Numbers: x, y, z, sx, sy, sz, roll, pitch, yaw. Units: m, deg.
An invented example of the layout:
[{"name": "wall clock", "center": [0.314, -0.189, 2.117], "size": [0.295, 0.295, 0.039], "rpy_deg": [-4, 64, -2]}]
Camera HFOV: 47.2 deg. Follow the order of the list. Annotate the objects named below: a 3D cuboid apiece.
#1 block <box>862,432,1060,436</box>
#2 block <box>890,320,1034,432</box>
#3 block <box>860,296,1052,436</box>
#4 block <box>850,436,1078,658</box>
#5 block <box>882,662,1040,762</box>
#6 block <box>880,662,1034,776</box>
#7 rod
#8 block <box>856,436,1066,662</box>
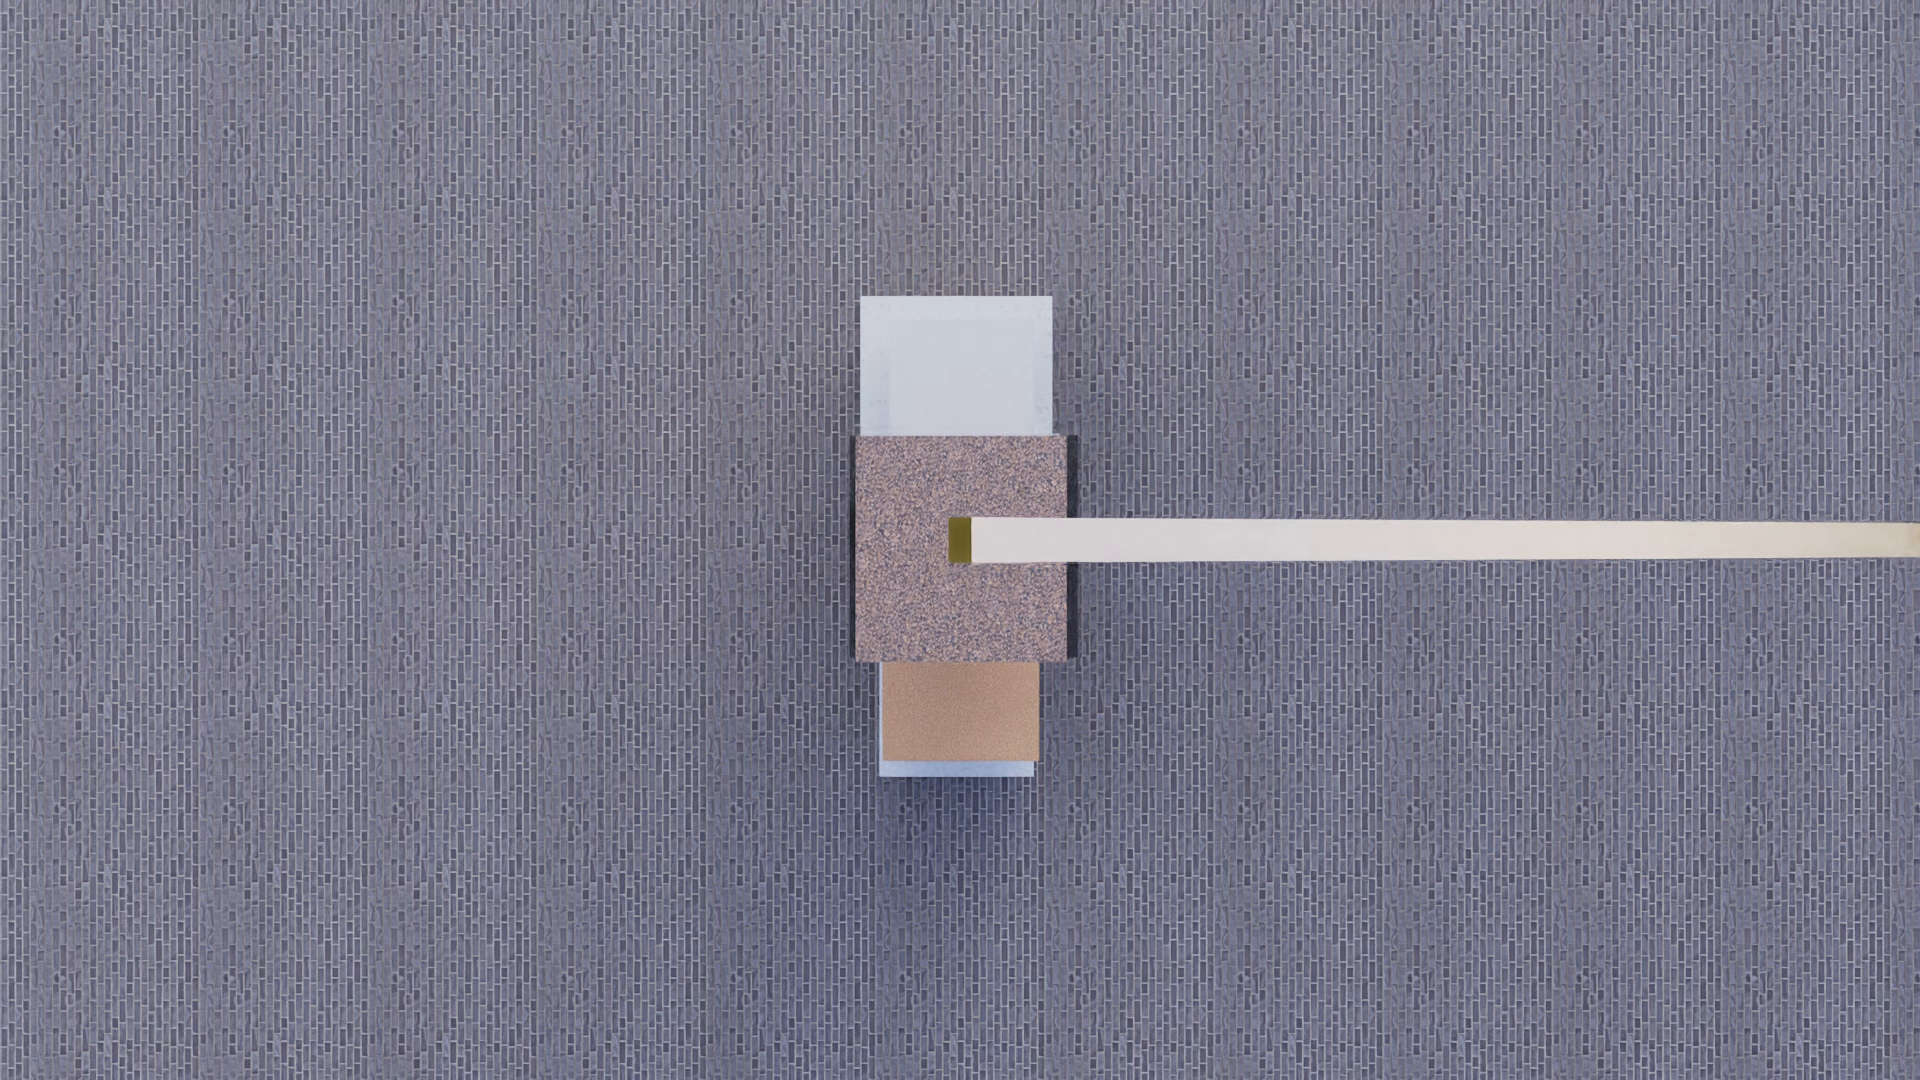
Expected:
[{"name": "block", "center": [0.006, 0.013, 9.775], "size": [0.838, 0.906, 0.945], "rpy_deg": [0, 91, 0]}, {"name": "block", "center": [0.008, -0.743, 11.491], "size": [0.723, 0.857, 0.734], "rpy_deg": [0, 90, 0]}, {"name": "block", "center": [-0.019, -0.874, 12.460], "size": [1.040, 1.081, 0.895], "rpy_deg": [0, 90, 0]}, {"name": "block", "center": [0.014, 0.021, 8.947], "size": [0.889, 0.750, 0.866], "rpy_deg": [0, 91, 0]}, {"name": "block", "center": [0.004, 0.740, 11.778], "size": [0.816, 0.673, 0.784], "rpy_deg": [0, 94, 0]}, {"name": "block", "center": [-0.019, 0.946, 12.642], "size": [0.864, 0.716, 0.751], "rpy_deg": [0, 90, 0]}, {"name": "rod", "center": [2.234, 0.000, 5.233], "size": [5.200, 0.080, 0.080], "rpy_deg": [0, 90, -31]}, {"name": "block", "center": [0.004, 0.028, 8.207], "size": [0.753, 0.731, 0.808], "rpy_deg": [0, 91, 0]}]
